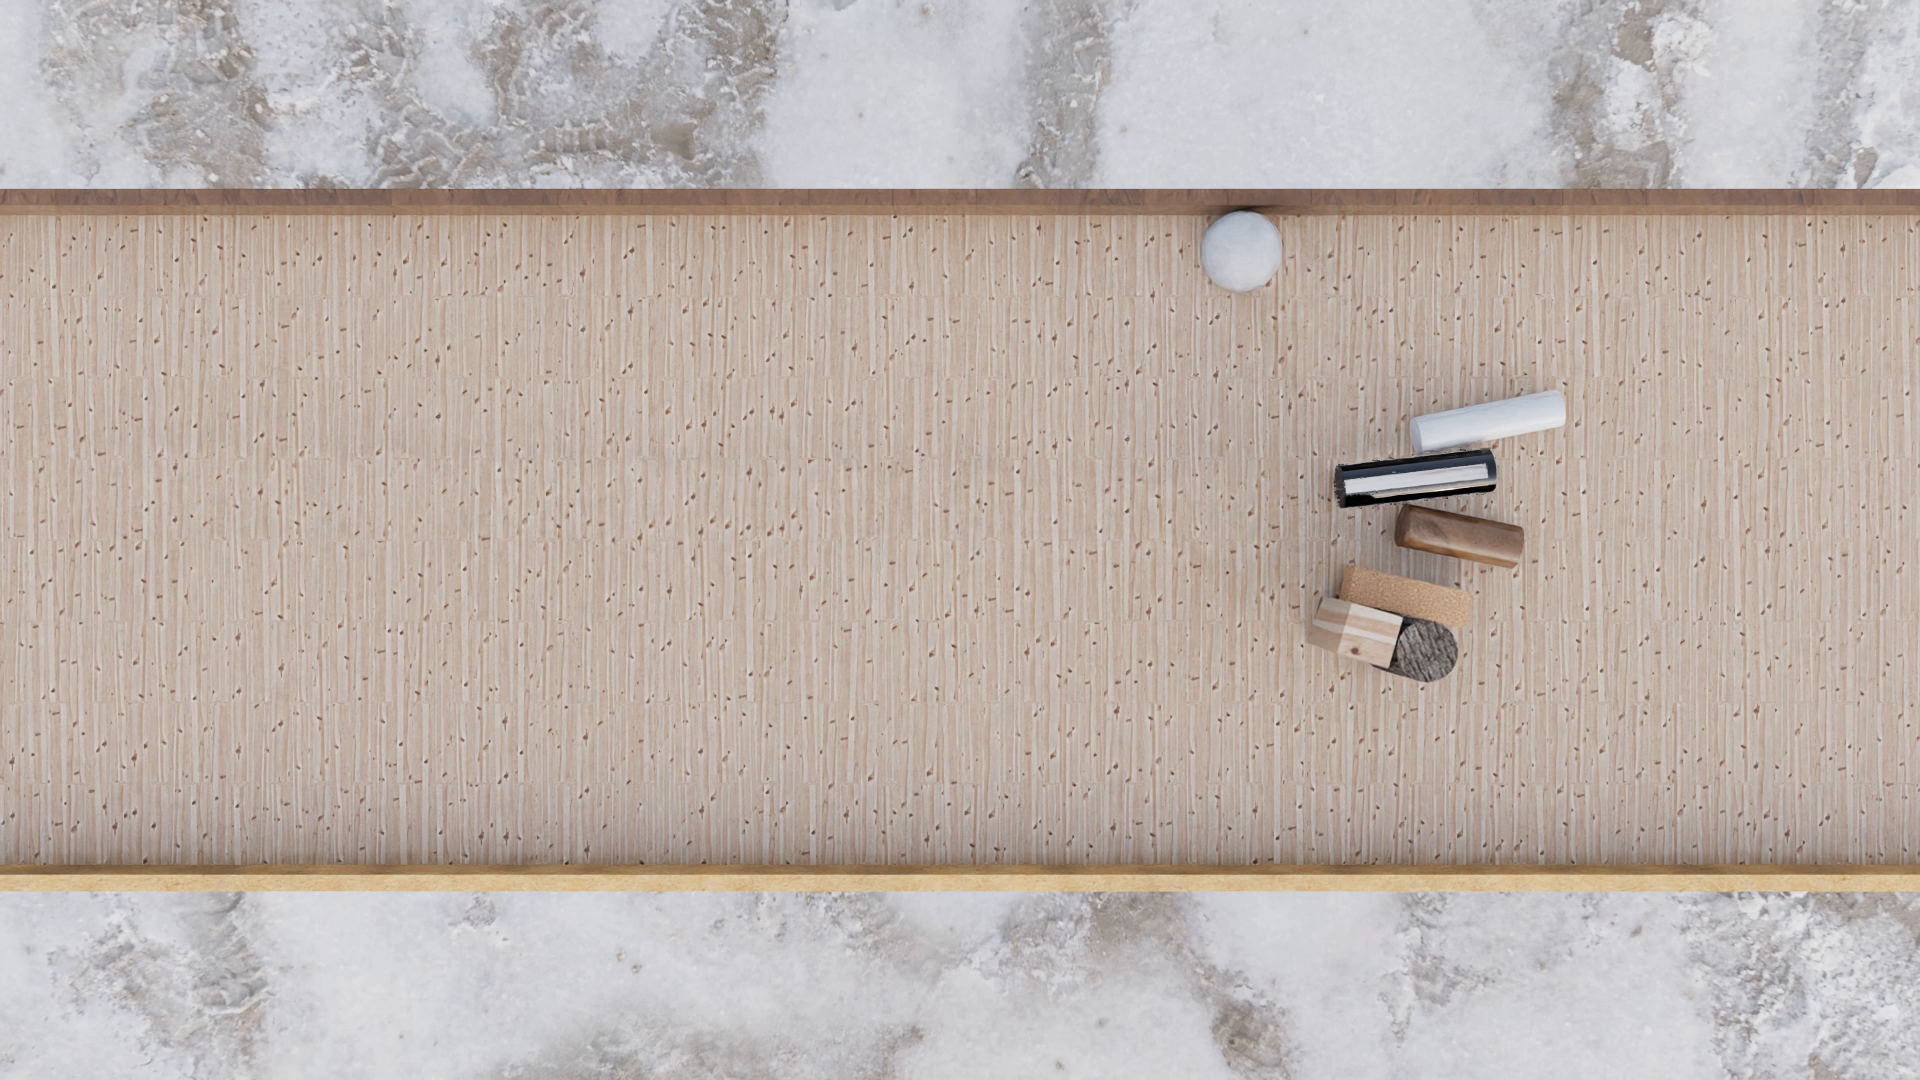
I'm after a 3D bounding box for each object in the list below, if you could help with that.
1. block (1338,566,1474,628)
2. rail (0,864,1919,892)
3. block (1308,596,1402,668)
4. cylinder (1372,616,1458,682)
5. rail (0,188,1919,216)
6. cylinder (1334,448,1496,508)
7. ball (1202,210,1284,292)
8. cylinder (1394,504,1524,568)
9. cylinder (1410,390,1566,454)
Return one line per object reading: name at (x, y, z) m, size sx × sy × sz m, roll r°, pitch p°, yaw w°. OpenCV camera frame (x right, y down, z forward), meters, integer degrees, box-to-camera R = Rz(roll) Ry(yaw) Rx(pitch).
block at (1.355, 0.172, 5.022) m, size 0.365 × 0.109 × 0.109 m, roll 13°, pitch 90°, yaw 0°
rail at (-2.247, 1.025, 5.001) m, size 12.000 × 0.150 × 0.050 m, roll 0°, pitch 90°, yaw 0°
block at (1.161, 0.267, 4.869) m, size 0.151 × 0.413 × 0.151 m, roll 16°, pitch 91°, yaw 0°
cylinder at (1.321, 0.316, 4.870) m, size 0.175 × 0.412 × 0.175 m, roll 0°, pitch 90°, yaw 0°
rail at (-2.247, -1.025, 5.002) m, size 12.000 × 0.150 × 0.050 m, roll 0°, pitch 90°, yaw 0°
cylinder at (1.381, -0.187, 5.009) m, size 0.456 × 0.135 × 0.135 m, roll -7°, pitch 90°, yaw 0°
ball at (0.848, -0.867, 4.956) m, size 0.242 × 0.242 × 0.242 m, roll 0°, pitch 90°, yaw 0°
cylinder at (1.515, -0.012, 5.010) m, size 0.353 × 0.133 × 0.133 m, roll 11°, pitch 90°, yaw 0°
cylinder at (1.604, -0.359, 5.020) m, size 0.442 × 0.114 × 0.114 m, roll -11°, pitch 90°, yaw 0°
